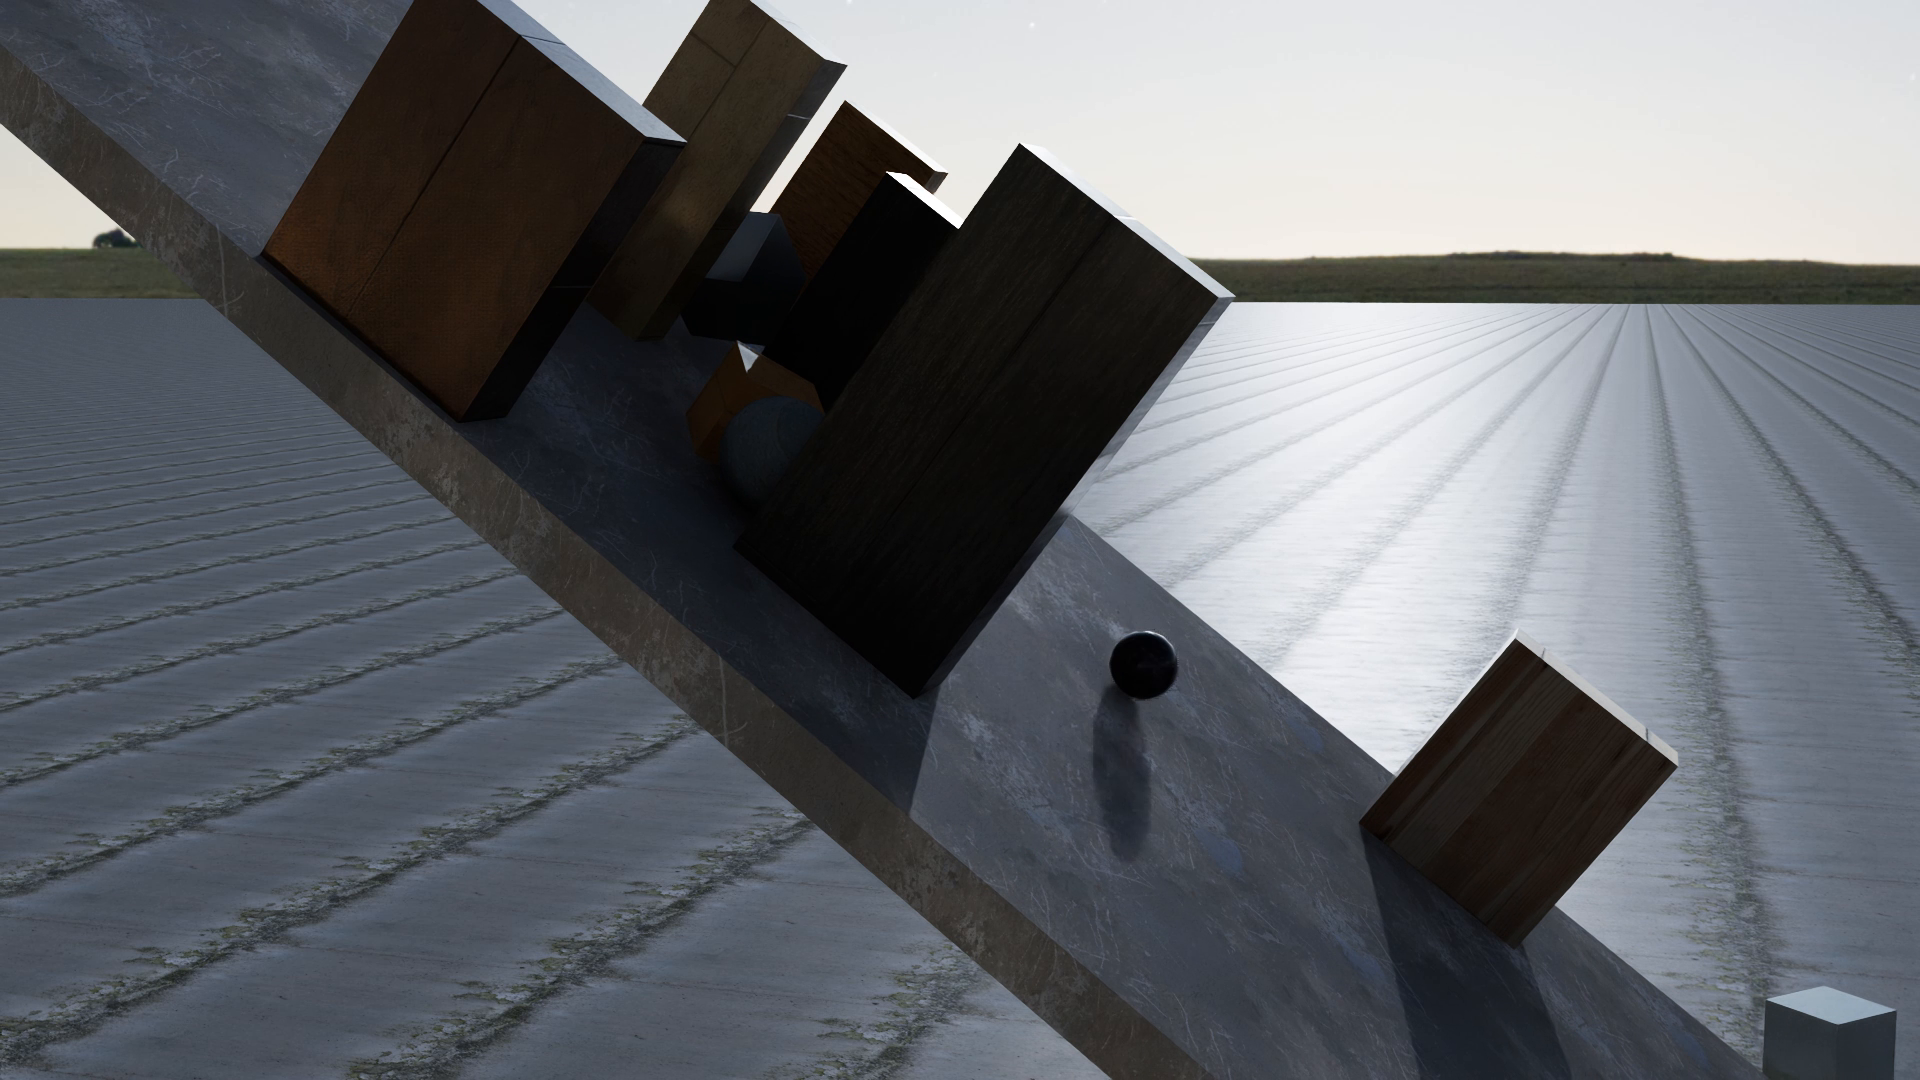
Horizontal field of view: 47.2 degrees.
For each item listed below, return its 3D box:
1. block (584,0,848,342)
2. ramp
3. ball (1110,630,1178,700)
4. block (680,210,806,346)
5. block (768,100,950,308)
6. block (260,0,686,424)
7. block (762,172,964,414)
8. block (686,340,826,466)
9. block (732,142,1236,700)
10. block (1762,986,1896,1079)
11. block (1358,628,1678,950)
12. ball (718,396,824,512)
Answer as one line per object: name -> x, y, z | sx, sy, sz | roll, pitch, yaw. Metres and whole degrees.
block -> -0.494, -0.691, 4.052 | 0.241, 0.628, 0.122 | 39, 16, 9
ramp -> -0.050, 0.109, 4.063 | 4.000, 0.100, 2.000 | 39, 16, 9
ball -> 0.345, 0.234, 4.121 | 0.129, 0.129, 0.129 | 0, 7, 0
block -> -0.436, -0.512, 4.255 | 0.180, 0.180, 0.180 | 10, -33, 24
block -> -0.268, -0.733, 4.987 | 0.265, 0.446, 0.103 | 39, 16, 9
block -> -0.722, -0.504, 3.250 | 0.408, 0.512, 0.142 | 39, 16, 9
block -> -0.159, -0.434, 4.290 | 0.272, 0.489, 0.118 | 39, 16, 9
block -> -0.356, -0.212, 3.836 | 0.165, 0.165, 0.165 | 29, 17, -25
block -> 0.029, -0.180, 3.423 | 0.380, 0.783, 0.144 | 39, 16, 9
block -> 1.973, 1.151, 4.995 | 0.197, 0.197, 0.197 | -4, 8, -29
block -> 1.099, 0.489, 4.343 | 0.387, 0.484, 0.131 | 39, 16, 9
ball -> -0.302, -0.140, 3.674 | 0.203, 0.203, 0.203 | 0, 7, 0
